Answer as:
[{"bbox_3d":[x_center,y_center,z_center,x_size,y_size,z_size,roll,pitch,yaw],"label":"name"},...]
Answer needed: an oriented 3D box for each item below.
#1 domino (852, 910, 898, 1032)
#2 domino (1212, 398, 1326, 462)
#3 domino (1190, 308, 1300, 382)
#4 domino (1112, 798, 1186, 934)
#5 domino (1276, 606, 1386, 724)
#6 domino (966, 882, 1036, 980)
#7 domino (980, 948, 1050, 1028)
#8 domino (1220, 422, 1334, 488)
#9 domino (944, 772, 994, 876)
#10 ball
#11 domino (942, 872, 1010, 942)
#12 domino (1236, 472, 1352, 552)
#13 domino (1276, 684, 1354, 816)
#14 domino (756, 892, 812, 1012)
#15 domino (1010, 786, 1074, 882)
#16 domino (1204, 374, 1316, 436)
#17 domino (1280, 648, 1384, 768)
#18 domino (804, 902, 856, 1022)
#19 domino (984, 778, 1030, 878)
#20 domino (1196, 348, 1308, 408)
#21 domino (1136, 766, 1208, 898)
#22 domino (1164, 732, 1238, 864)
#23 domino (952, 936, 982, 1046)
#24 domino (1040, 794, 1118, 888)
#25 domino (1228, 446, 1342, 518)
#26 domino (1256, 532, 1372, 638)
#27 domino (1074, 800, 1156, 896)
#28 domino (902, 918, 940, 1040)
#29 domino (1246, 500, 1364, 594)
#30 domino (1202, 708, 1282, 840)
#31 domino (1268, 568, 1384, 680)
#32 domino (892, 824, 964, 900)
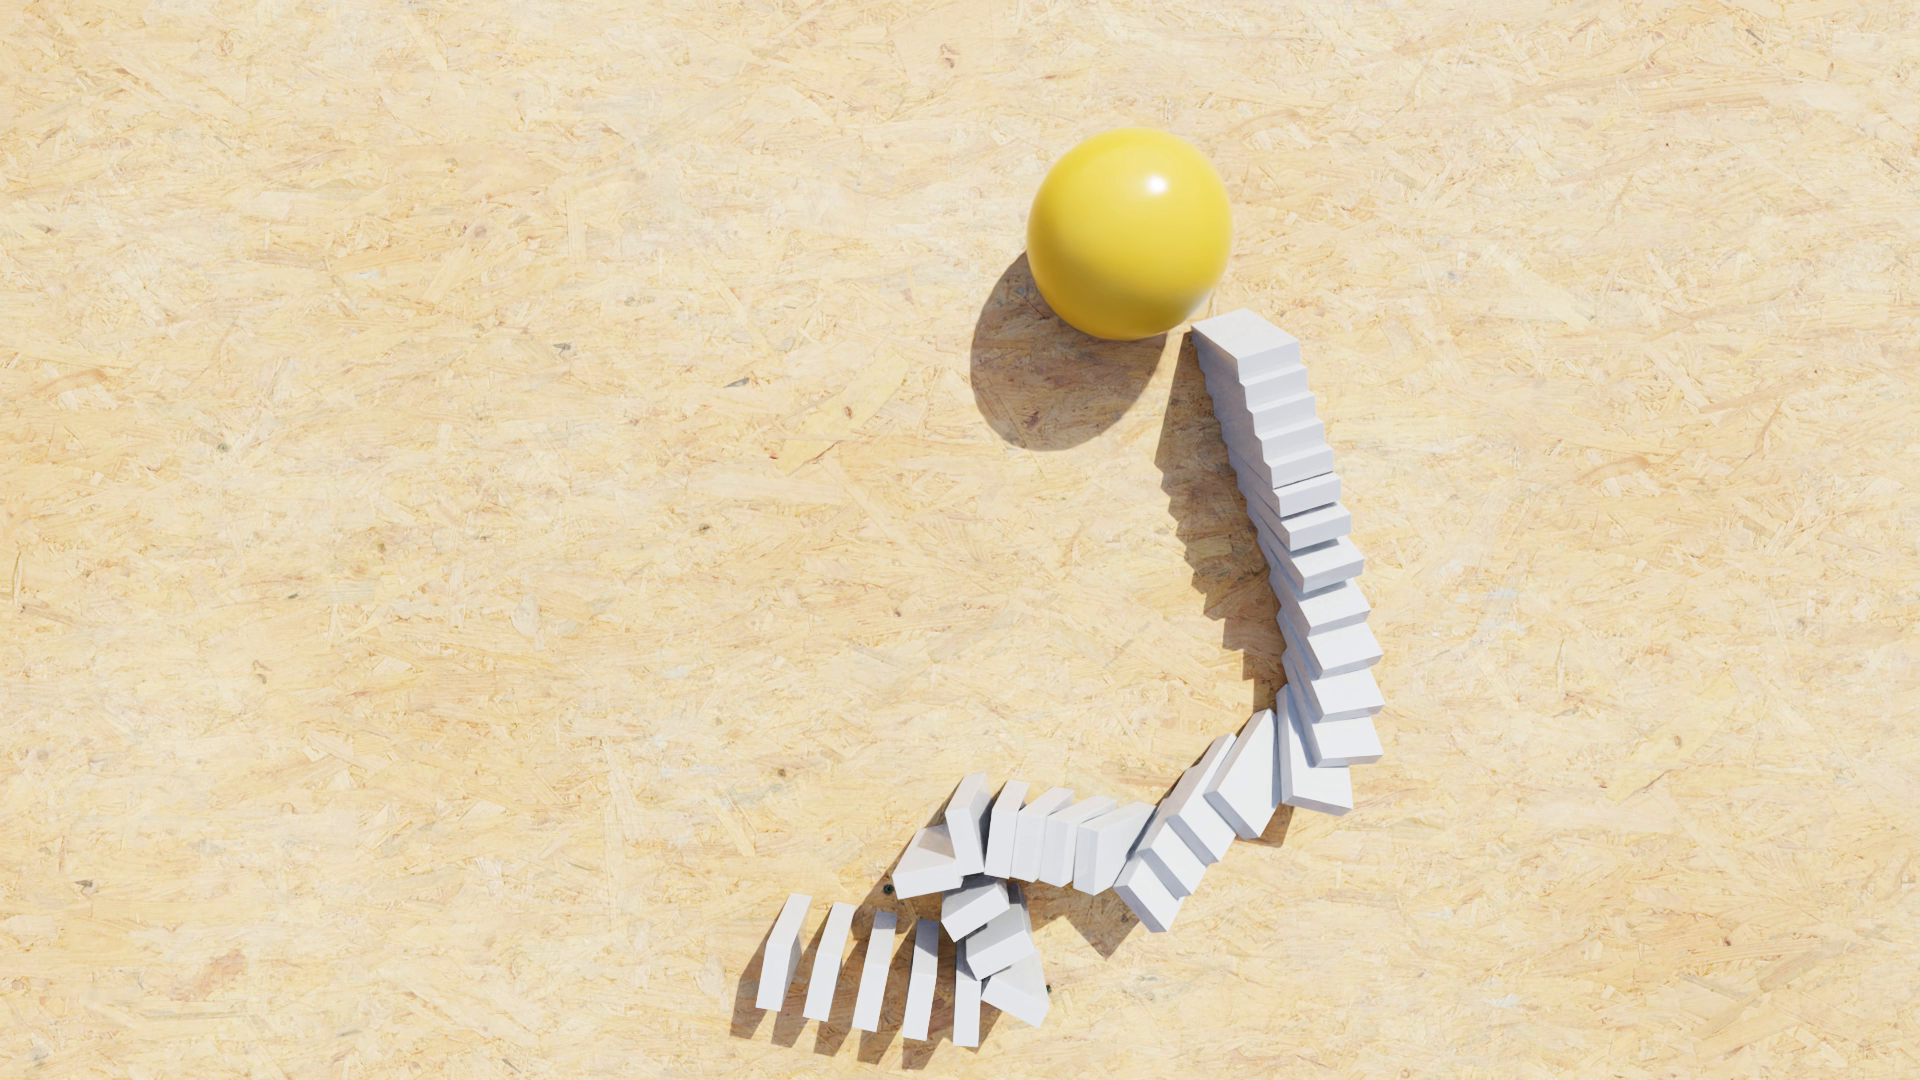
[{"bbox_3d":[-0.034,0.175,0.375,0.010,0.050,0.025,11,90,0],"label":"domino"},{"bbox_3d":[0.125,-0.050,0.376,0.025,0.050,0.010,-17,120,0],"label":"domino"},{"bbox_3d":[0.116,-0.081,0.376,0.025,0.050,0.010,-17,120,0],"label":"domino"},{"bbox_3d":[0.085,0.133,0.379,0.025,0.010,0.050,50,49,-4],"label":"domino"},{"bbox_3d":[0.153,0.050,0.382,0.025,0.009,0.050,-9,55,-2],"label":"domino"},{"bbox_3d":[0.016,0.159,0.375,0.025,0.050,0.010,-26,90,0],"label":"domino"},{"bbox_3d":[0.021,0.177,0.375,0.025,0.050,0.010,27,90,0],"label":"domino"},{"bbox_3d":[0.129,-0.039,0.376,0.025,0.050,0.010,-17,120,0],"label":"domino"},{"bbox_3d":[0.006,0.115,0.374,0.009,0.050,0.025,-14,89,9],"label":"domino"},{"bbox_3d":[0.066,-0.119,0.360,0.080,0.080,0.080,0,90,0],"label":"ball"},{"bbox_3d":[0.006,0.143,0.375,0.025,0.050,0.010,-31,90,0],"label":"domino"},{"bbox_3d":[0.136,-0.016,0.377,0.025,0.050,0.010,-17,125,0],"label":"domino"},{"bbox_3d":[0.146,0.087,0.381,0.025,0.010,0.050,13,53,-3],"label":"domino"},{"bbox_3d":[-0.071,0.167,0.375,0.009,0.050,0.025,10,90,0],"label":"domino"},{"bbox_3d":[0.034,0.119,0.375,0.009,0.050,0.025,7,90,22],"label":"domino"},{"bbox_3d":[0.122,-0.060,0.376,0.025,0.050,0.010,-17,120,0],"label":"domino"},{"bbox_3d":[0.154,0.068,0.381,0.025,0.009,0.050,-3,55,-3],"label":"domino"},{"bbox_3d":[-0.053,0.171,0.375,0.010,0.050,0.025,12,90,0],"label":"domino"},{"bbox_3d":[0.020,0.117,0.375,0.010,0.050,0.025,7,90,10],"label":"domino"},{"bbox_3d":[0.119,-0.070,0.376,0.025,0.050,0.009,-17,120,0],"label":"domino"},{"bbox_3d":[0.095,0.120,0.380,0.025,0.010,0.050,49,49,0],"label":"domino"},{"bbox_3d":[0.107,0.107,0.381,0.025,0.010,0.050,49,53,0],"label":"domino"},{"bbox_3d":[0.003,0.181,0.375,0.010,0.050,0.025,3,90,0],"label":"domino"},{"bbox_3d":[0.049,0.122,0.376,0.010,0.050,0.025,7,90,32],"label":"domino"},{"bbox_3d":[0.132,-0.028,0.376,0.025,0.050,0.010,-17,121,0],"label":"domino"},{"bbox_3d":[0.146,0.014,0.382,0.025,0.009,0.050,-16,56,0],"label":"domino"},{"bbox_3d":[0.065,0.126,0.377,0.009,0.050,0.025,5,91,38],"label":"domino"},{"bbox_3d":[-0.016,0.178,0.375,0.009,0.050,0.025,9,90,0],"label":"domino"},{"bbox_3d":[0.141,-0.002,0.378,0.025,0.050,0.009,-17,134,-1],"label":"domino"},{"bbox_3d":[0.124,0.097,0.382,0.025,0.010,0.050,48,55,0],"label":"domino"},{"bbox_3d":[0.151,0.031,0.382,0.025,0.010,0.050,-15,56,-1],"label":"domino"},{"bbox_3d":[-0.009,0.129,0.373,0.025,0.050,0.010,-15,90,9],"label":"domino"}]
